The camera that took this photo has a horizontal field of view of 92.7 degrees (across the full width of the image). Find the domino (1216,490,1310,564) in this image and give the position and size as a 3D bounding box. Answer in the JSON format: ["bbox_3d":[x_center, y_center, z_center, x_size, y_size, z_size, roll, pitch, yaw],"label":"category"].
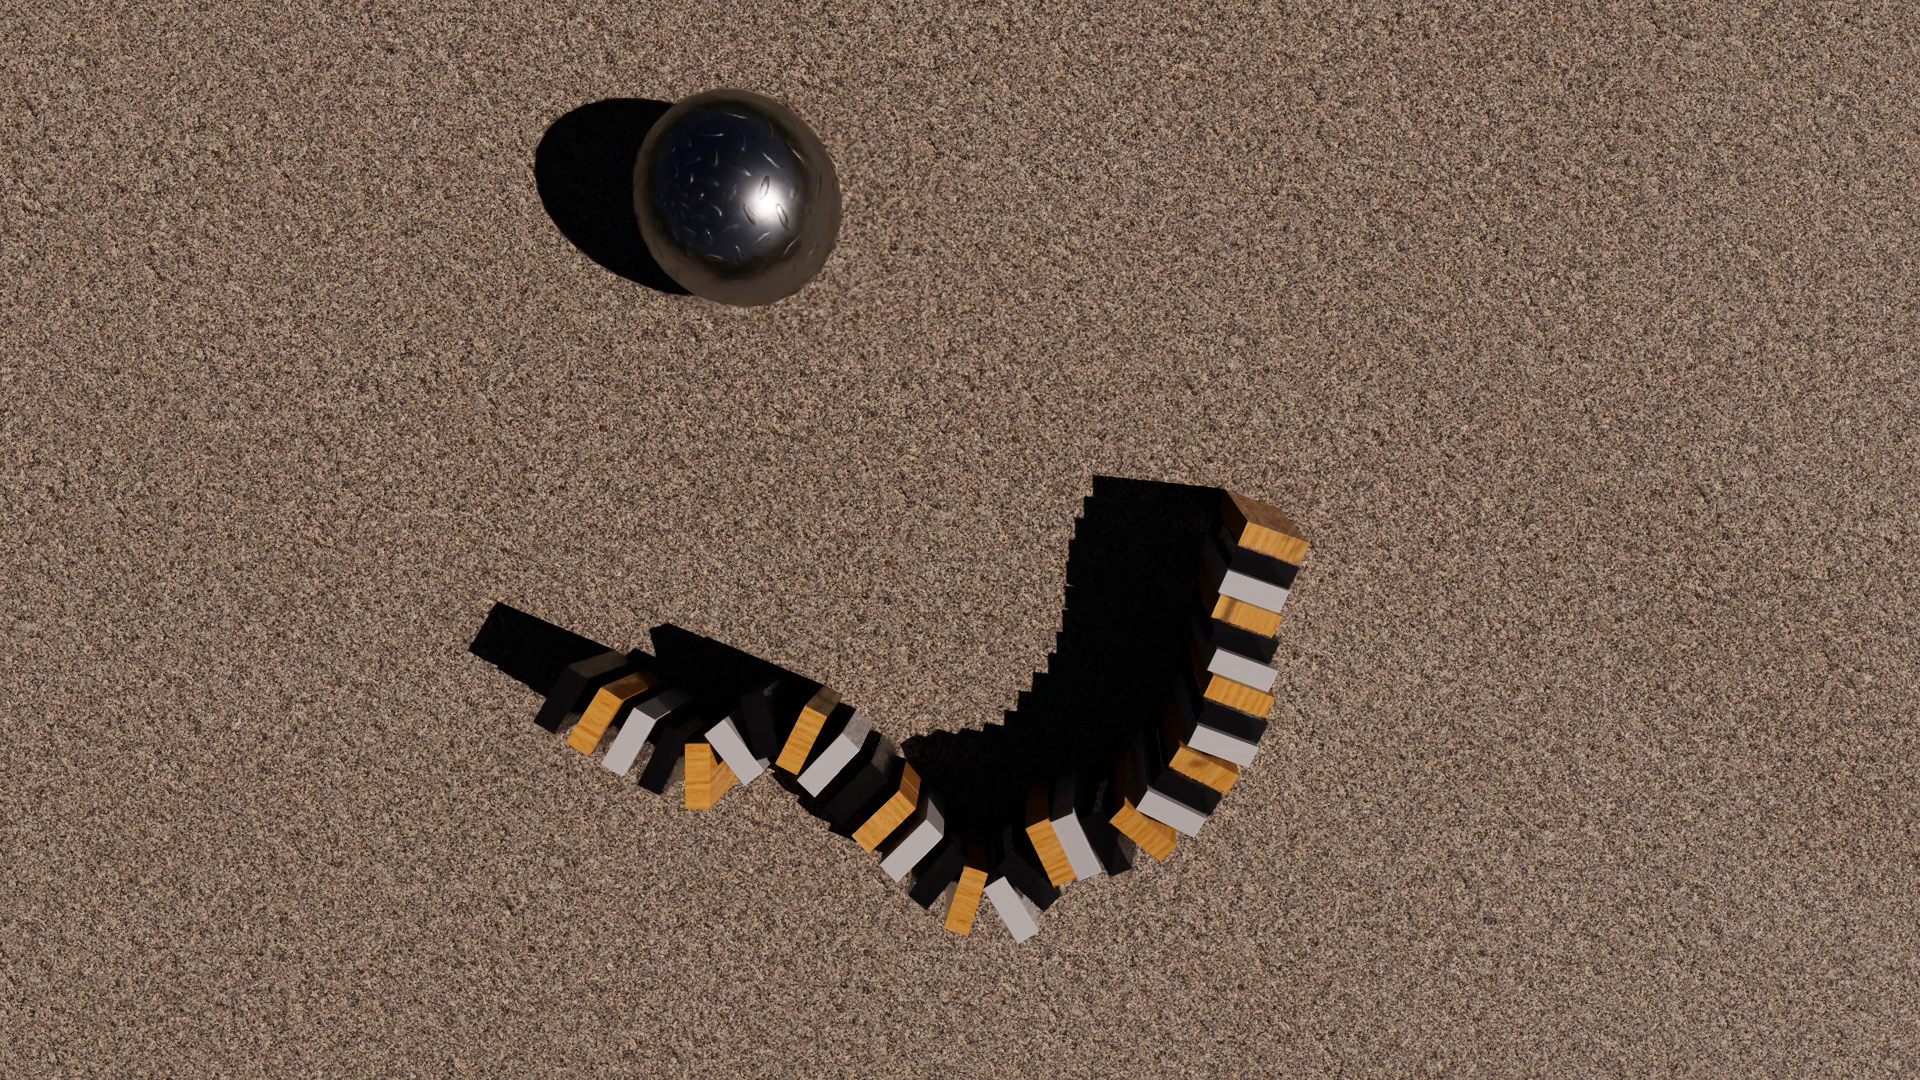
[{"bbox_3d":[0.123,-0.006,0.375,0.025,0.050,0.010,19,108,0],"label":"domino"}]

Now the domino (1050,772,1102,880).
[{"bbox_3d":[0.048,0.115,0.375,0.010,0.050,0.025,-26,90,10],"label":"domino"}]

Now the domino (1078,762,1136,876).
[{"bbox_3d":[0.062,0.113,0.375,0.009,0.050,0.025,-29,90,17],"label":"domino"}]

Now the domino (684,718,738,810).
[{"bbox_3d":[-0.100,0.090,0.375,0.010,0.050,0.025,0,90,0],"label":"domino"}]

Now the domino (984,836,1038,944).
[{"bbox_3d":[0.020,0.141,0.375,0.009,0.050,0.025,-32,90,2],"label":"domino"}]

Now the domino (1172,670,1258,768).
[{"bbox_3d":[0.103,0.072,0.375,0.025,0.050,0.009,20,108,0],"label":"domino"}]

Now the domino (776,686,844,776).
[{"bbox_3d":[-0.061,0.077,0.375,0.009,0.050,0.025,27,90,0],"label":"domino"}]

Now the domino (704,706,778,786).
[{"bbox_3d":[-0.086,0.081,0.375,0.010,0.050,0.025,-38,90,0],"label":"domino"}]

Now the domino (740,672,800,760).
[{"bbox_3d":[-0.077,0.071,0.375,0.009,0.050,0.025,-15,90,0],"label":"domino"}]

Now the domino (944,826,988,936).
[{"bbox_3d":[0.003,0.138,0.375,0.009,0.050,0.025,18,90,1],"label":"domino"}]

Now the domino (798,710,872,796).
[{"bbox_3d":[-0.050,0.086,0.375,0.009,0.050,0.025,44,90,0],"label":"domino"}]

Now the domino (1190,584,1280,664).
[{"bbox_3d":[0.111,0.032,0.375,0.025,0.050,0.010,20,108,0],"label":"domino"}]

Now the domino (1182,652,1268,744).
[{"bbox_3d":[0.107,0.063,0.375,0.025,0.050,0.010,20,108,0],"label":"domino"}]

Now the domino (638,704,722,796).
[{"bbox_3d":[-0.114,0.084,0.375,0.010,0.050,0.025,26,90,0],"label":"domino"}]

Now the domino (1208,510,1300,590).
[{"bbox_3d":[0.119,0.003,0.375,0.025,0.050,0.009,19,108,0],"label":"domino"}]

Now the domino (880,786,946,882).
[{"bbox_3d":[-0.019,0.119,0.375,0.025,0.050,0.010,-44,90,0],"label":"domino"}]

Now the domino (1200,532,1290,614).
[{"bbox_3d":[0.115,0.012,0.375,0.025,0.050,0.010,19,108,0],"label":"domino"}]

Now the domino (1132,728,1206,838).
[{"bbox_3d":[0.084,0.098,0.375,0.025,0.050,0.009,26,109,0],"label":"domino"}]

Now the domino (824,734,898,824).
[{"bbox_3d":[-0.040,0.097,0.375,0.025,0.050,0.009,-44,90,0],"label":"domino"}]

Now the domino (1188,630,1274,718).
[{"bbox_3d":[0.110,0.053,0.375,0.025,0.050,0.010,20,108,0],"label":"domino"}]

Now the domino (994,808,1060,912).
[{"bbox_3d":[0.027,0.130,0.375,0.025,0.050,0.009,43,92,0],"label":"domino"}]

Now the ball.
[{"bbox_3d":[-0.087,-0.133,0.360,0.080,0.080,0.080,0,90,0],"label":"ball"}]

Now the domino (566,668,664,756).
[{"bbox_3d":[-0.140,0.069,0.375,0.010,0.050,0.025,32,90,0],"label":"domino"}]

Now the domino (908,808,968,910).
[{"bbox_3d":[-0.008,0.129,0.375,0.010,0.050,0.025,40,90,1],"label":"domino"}]

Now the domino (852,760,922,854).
[{"bbox_3d":[-0.029,0.108,0.375,0.025,0.050,0.009,-43,90,0],"label":"domino"}]

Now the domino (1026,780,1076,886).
[{"bbox_3d":[0.037,0.118,0.375,0.010,0.050,0.025,-26,90,6],"label":"domino"}]

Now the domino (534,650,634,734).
[{"bbox_3d":[-0.153,0.061,0.375,0.010,0.050,0.025,31,90,0],"label":"domino"}]

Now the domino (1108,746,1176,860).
[{"bbox_3d":[0.075,0.106,0.375,0.025,0.050,0.010,38,109,0],"label":"domino"}]

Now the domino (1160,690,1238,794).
[{"bbox_3d":[0.097,0.081,0.375,0.025,0.050,0.010,26,109,0],"label":"domino"}]

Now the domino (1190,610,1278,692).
[{"bbox_3d":[0.111,0.043,0.375,0.025,0.050,0.010,20,108,0],"label":"domino"}]

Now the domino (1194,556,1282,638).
[{"bbox_3d":[0.112,0.022,0.375,0.025,0.050,0.010,19,108,0],"label":"domino"}]

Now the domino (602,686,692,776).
[{"bbox_3d":[-0.127,0.077,0.375,0.010,0.050,0.025,30,90,0],"label":"domino"}]

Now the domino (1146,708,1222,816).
[{"bbox_3d":[0.090,0.090,0.375,0.025,0.050,0.009,26,109,0],"label":"domino"}]
